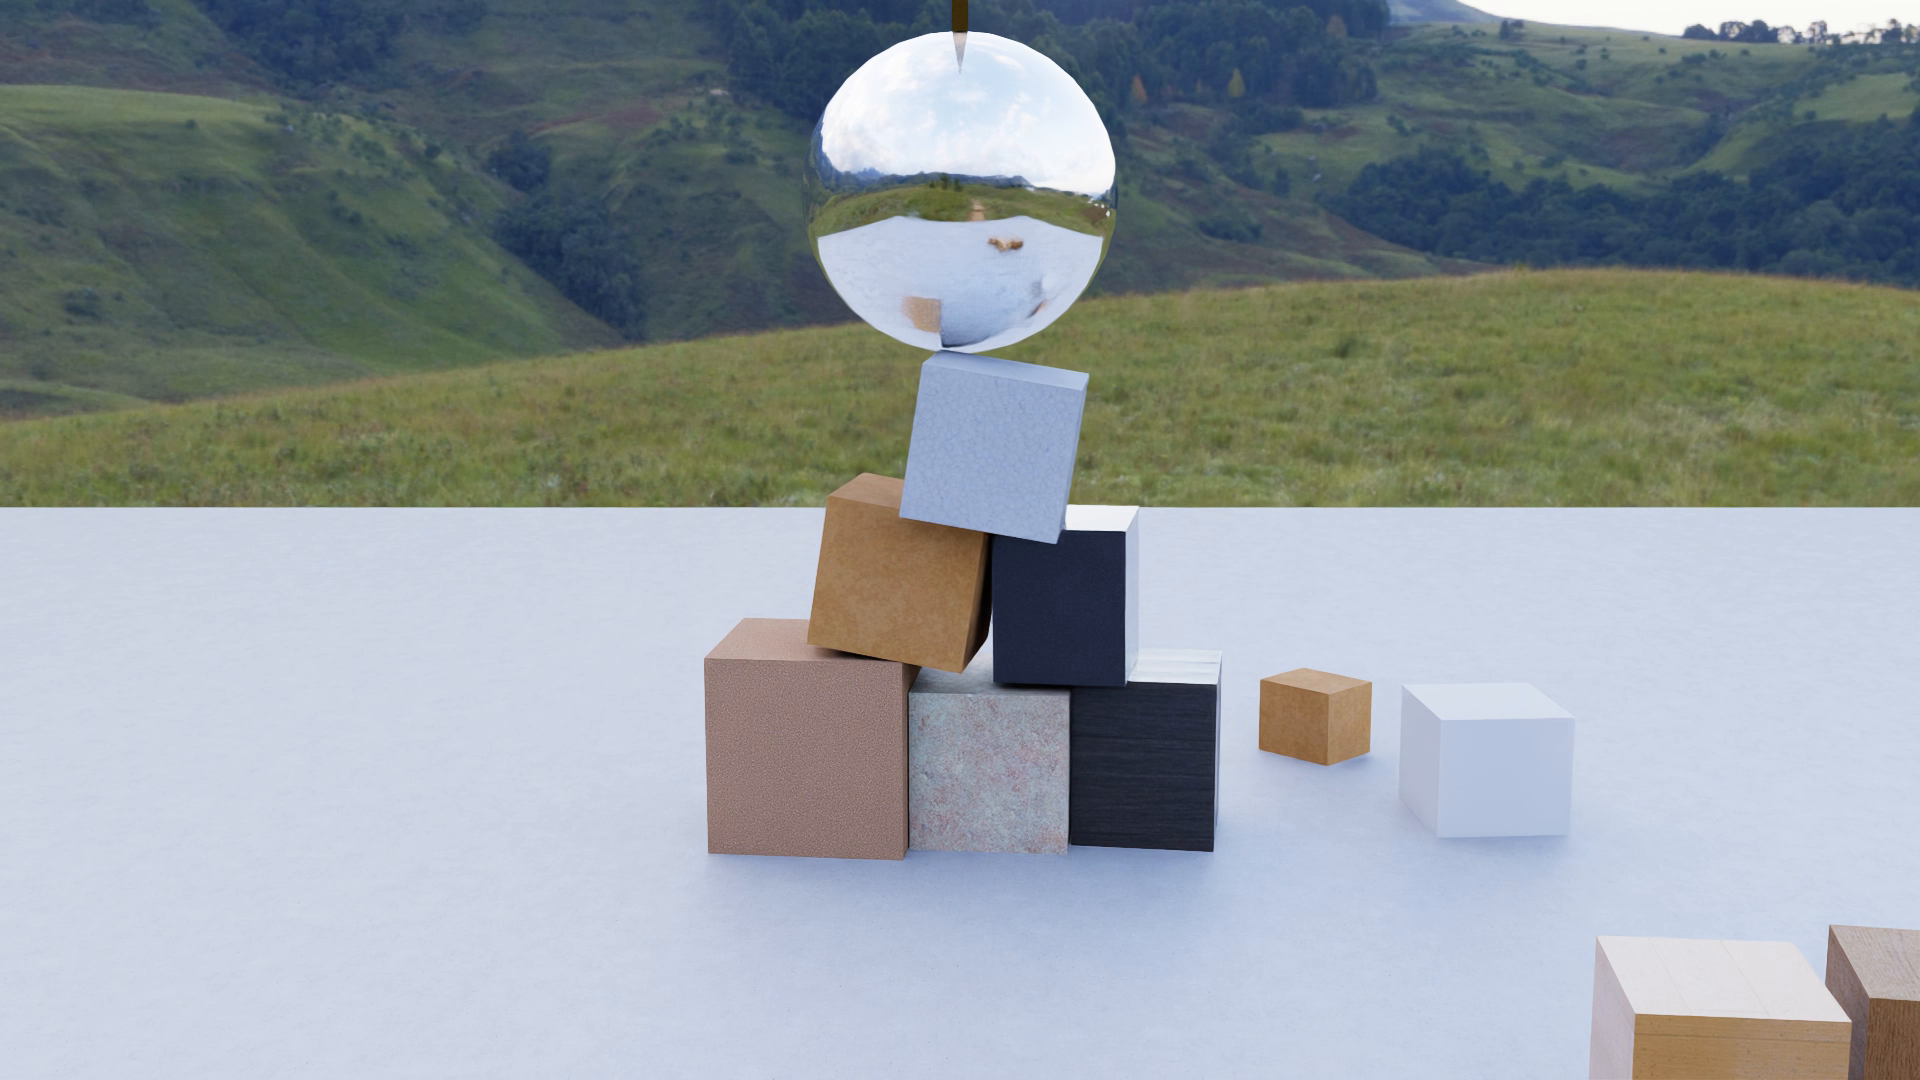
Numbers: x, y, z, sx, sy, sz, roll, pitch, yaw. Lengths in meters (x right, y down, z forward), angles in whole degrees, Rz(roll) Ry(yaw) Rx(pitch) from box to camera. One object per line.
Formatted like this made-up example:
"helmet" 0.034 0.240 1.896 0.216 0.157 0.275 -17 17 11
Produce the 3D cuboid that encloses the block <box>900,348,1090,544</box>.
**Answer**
"block" 0.177 -0.466 10.633 0.753 0.734 0.738 10 11 4

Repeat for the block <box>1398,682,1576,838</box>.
"block" 2.750 1.144 11.546 0.691 0.619 0.740 -1 10 -4

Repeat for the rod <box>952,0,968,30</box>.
"rod" 0.000 -5.064 10.346 0.080 5.200 0.080 0 12 0

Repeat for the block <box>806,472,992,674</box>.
"block" -0.247 0.149 11.036 0.779 0.745 0.814 11 11 8

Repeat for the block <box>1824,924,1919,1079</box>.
"block" 3.496 1.815 7.840 0.663 0.624 0.727 2 10 11

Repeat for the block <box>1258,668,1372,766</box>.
"block" 2.063 1.021 12.776 0.415 0.421 0.492 -10 14 -43

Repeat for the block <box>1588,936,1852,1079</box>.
"block" 2.587 1.830 7.572 0.683 0.690 0.723 1 10 6

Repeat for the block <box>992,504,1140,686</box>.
"block" 0.544 0.265 11.124 0.657 0.775 0.734 1 10 10

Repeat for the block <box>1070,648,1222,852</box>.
"block" 0.968 1.061 11.323 0.716 0.862 0.732 2 10 9

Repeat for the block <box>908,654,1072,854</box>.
"block" 0.185 1.084 11.342 0.792 0.810 0.871 1 10 6

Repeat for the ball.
"ball" 0.000 -1.741 11.064 1.600 1.600 1.600 0 10 0

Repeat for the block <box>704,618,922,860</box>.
"block" -0.716 0.998 11.281 0.981 1.000 0.937 1 10 6
